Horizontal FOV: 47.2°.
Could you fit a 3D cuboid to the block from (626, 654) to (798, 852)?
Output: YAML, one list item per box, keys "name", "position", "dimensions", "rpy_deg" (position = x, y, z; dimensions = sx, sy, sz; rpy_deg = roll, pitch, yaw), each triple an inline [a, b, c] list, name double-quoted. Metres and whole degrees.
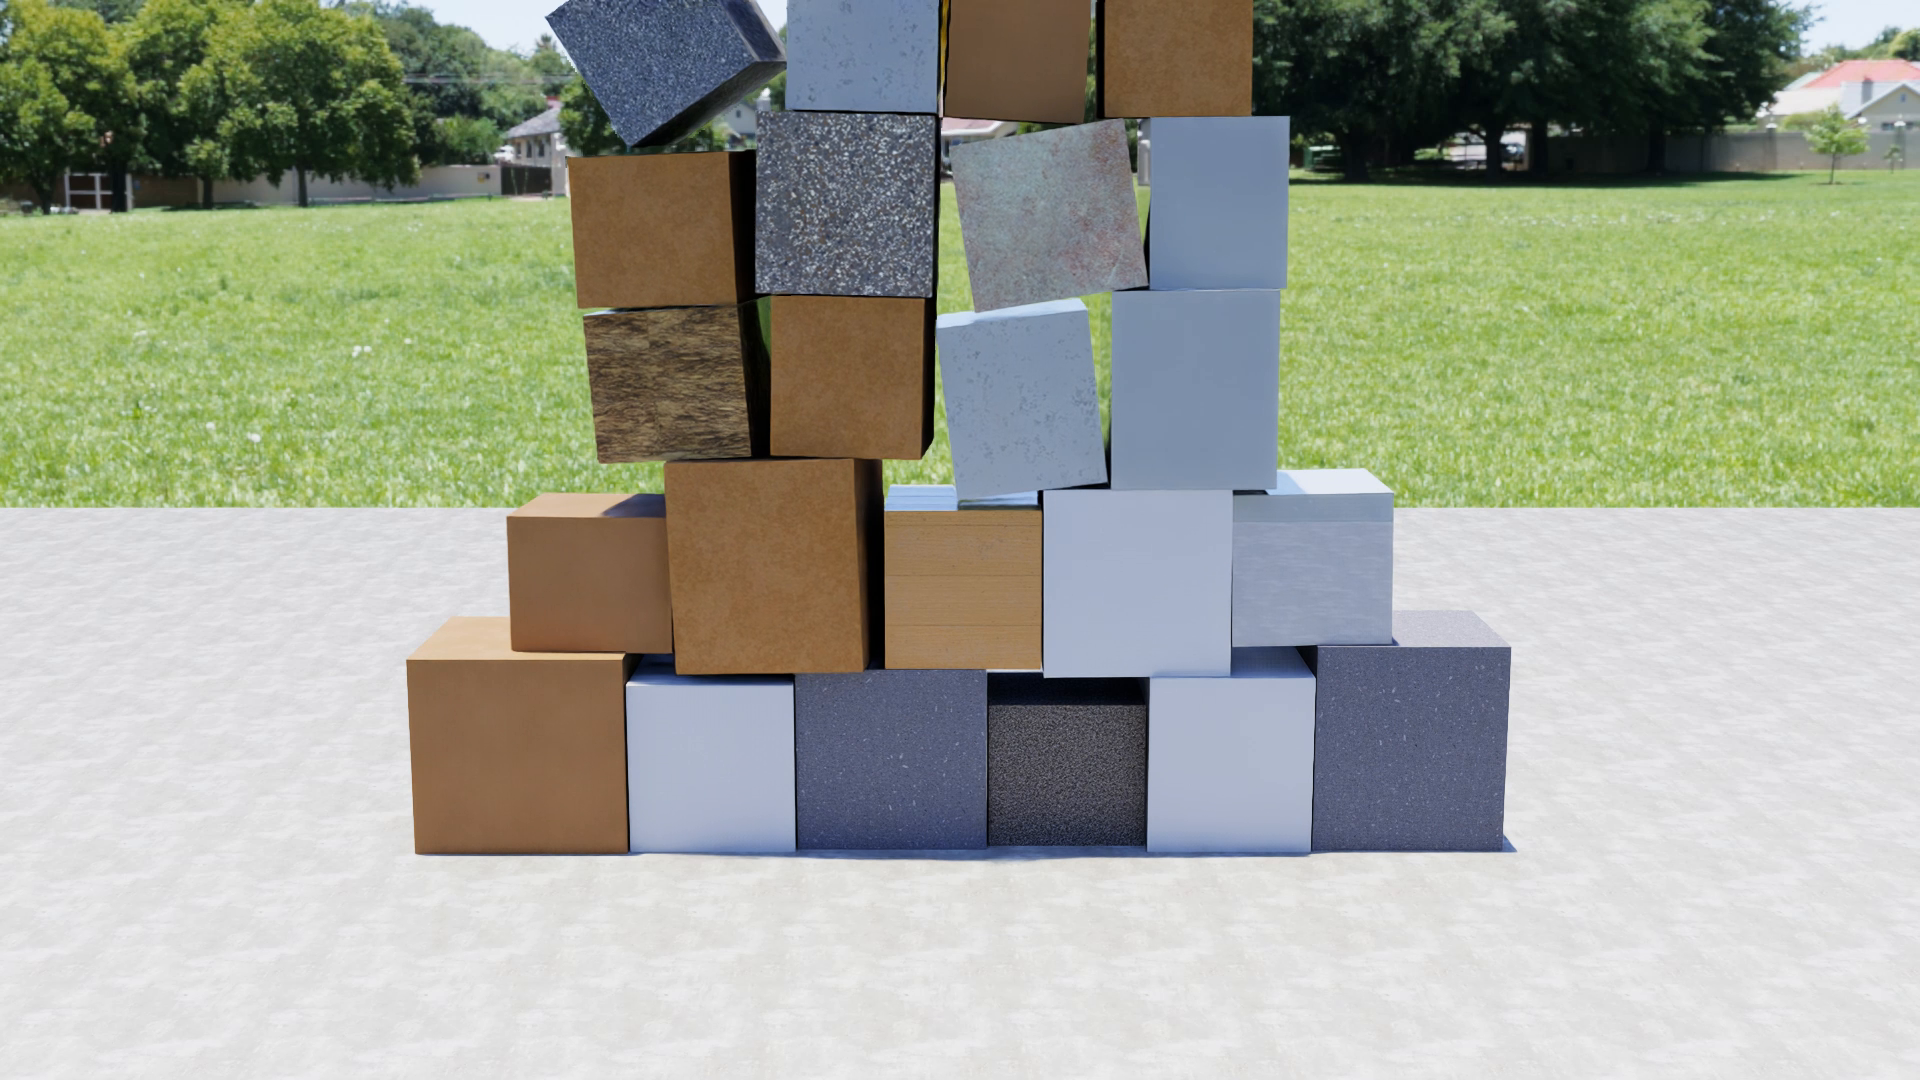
- name: "block"
  position: [-1.235, 1.055, 11.375]
  dimensions: [0.824, 0.855, 0.939]
  rpy_deg: [0, 10, 0]

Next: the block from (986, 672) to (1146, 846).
- name: "block"
  position: [0.535, 1.121, 11.365]
  dimensions: [0.783, 0.728, 0.693]
  rpy_deg: [0, 10, 0]

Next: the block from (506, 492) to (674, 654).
- name: "block"
  position: [-1.806, 0.157, 11.228]
  dimensions: [0.812, 0.683, 0.736]
  rpy_deg: [1, 10, 4]

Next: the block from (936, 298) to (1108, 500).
- name: "block"
  position: [0.300, -0.723, 11.042]
  dimensions: [0.738, 0.845, 0.815]
  rpy_deg: [-7, 10, 1]

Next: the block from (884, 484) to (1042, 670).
- name: "block"
  position: [0.017, 0.175, 11.199]
  dimensions: [0.770, 0.796, 0.817]
  rpy_deg: [0, 10, 0]

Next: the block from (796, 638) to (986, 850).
- name: "block"
  position: [-0.340, 1.021, 11.363]
  dimensions: [0.947, 0.926, 0.852]
  rpy_deg: [0, 10, 0]

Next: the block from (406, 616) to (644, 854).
- name: "block"
  position: [-2.187, 0.987, 11.354]
  dimensions: [1.059, 0.995, 0.987]
  rpy_deg: [0, 10, 0]

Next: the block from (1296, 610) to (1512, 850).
- name: "block"
  position: [2.239, 0.964, 11.340]
  dimensions: [0.953, 1.046, 0.858]
  rpy_deg: [0, 10, 0]

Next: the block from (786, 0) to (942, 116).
- name: "block"
  position: [-0.453, -2.521, 10.728]
  dimensions: [0.714, 0.866, 0.817]
  rpy_deg: [1, 9, 0]

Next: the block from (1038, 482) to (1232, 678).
- name: "block"
  position: [0.871, 0.138, 11.212]
  dimensions: [0.921, 0.936, 0.875]
  rpy_deg: [0, 10, 0]

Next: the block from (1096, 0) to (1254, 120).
- name: "block"
  position: [1.032, -2.469, 10.734]
  dimensions: [0.699, 0.801, 0.723]
  rpy_deg: [0, 10, 0]

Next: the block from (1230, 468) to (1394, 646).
- name: "block"
  position: [1.730, 0.077, 11.183]
  dimensions: [0.789, 0.757, 0.791]
  rpy_deg: [-1, 10, 0]

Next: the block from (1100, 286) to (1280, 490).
- name: "block"
  position: [1.132, -0.799, 11.039]
  dimensions: [0.805, 0.964, 0.918]
  rpy_deg: [0, 10, 0]

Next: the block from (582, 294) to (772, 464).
- name: "block"
  position: [-1.355, -0.824, 11.088]
  dimensions: [0.785, 0.735, 0.787]
  rpy_deg: [-2, 10, 11]

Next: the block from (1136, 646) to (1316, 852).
- name: "block"
  position: [1.345, 1.041, 11.349]
  dimensions: [0.816, 0.891, 0.892]
  rpy_deg: [0, 10, 0]

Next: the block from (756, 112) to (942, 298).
- name: "block"
  position: [-0.534, -1.659, 10.818]
  dimensions: [0.843, 0.852, 0.827]
  rpy_deg: [2, 10, 1]

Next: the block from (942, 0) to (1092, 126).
- name: "block"
  position: [0.269, -2.396, 10.715]
  dimensions: [0.663, 0.696, 0.604]
  rpy_deg: [3, 10, -2]

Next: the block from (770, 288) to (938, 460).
- name: "block"
  position: [-0.517, -0.844, 10.904]
  dimensions: [0.731, 0.775, 0.735]
  rpy_deg: [2, 11, 4]

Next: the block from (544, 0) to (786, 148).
- name: "block"
  position: [-1.405, -2.456, 10.819]
  dimensions: [0.751, 0.727, 0.860]
  rpy_deg: [-31, 5, 13]

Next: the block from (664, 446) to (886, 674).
- name: "block"
  position: [-0.907, 0.054, 11.173]
  dimensions: [0.934, 1.051, 0.940]
  rpy_deg: [-1, 10, 6]

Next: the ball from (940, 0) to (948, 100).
- name: "ball"
  position: [0.000, -3.395, 12.896]
  dimensions: [1.600, 1.600, 1.600]
  rpy_deg: [0, 10, 0]

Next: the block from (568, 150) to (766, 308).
- name: "block"
  position: [-1.426, -1.561, 10.988]
  dimensions: [0.800, 0.727, 0.764]
  rpy_deg: [-1, 11, 9]

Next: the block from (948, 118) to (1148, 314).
- name: "block"
  position: [0.423, -1.615, 10.873]
  dimensions: [0.840, 0.797, 0.841]
  rpy_deg: [-9, 10, 2]

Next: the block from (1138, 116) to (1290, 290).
- name: "block"
  position: [1.239, -1.676, 10.883]
  dimensions: [0.661, 0.816, 0.758]
  rpy_deg: [0, 10, 0]
